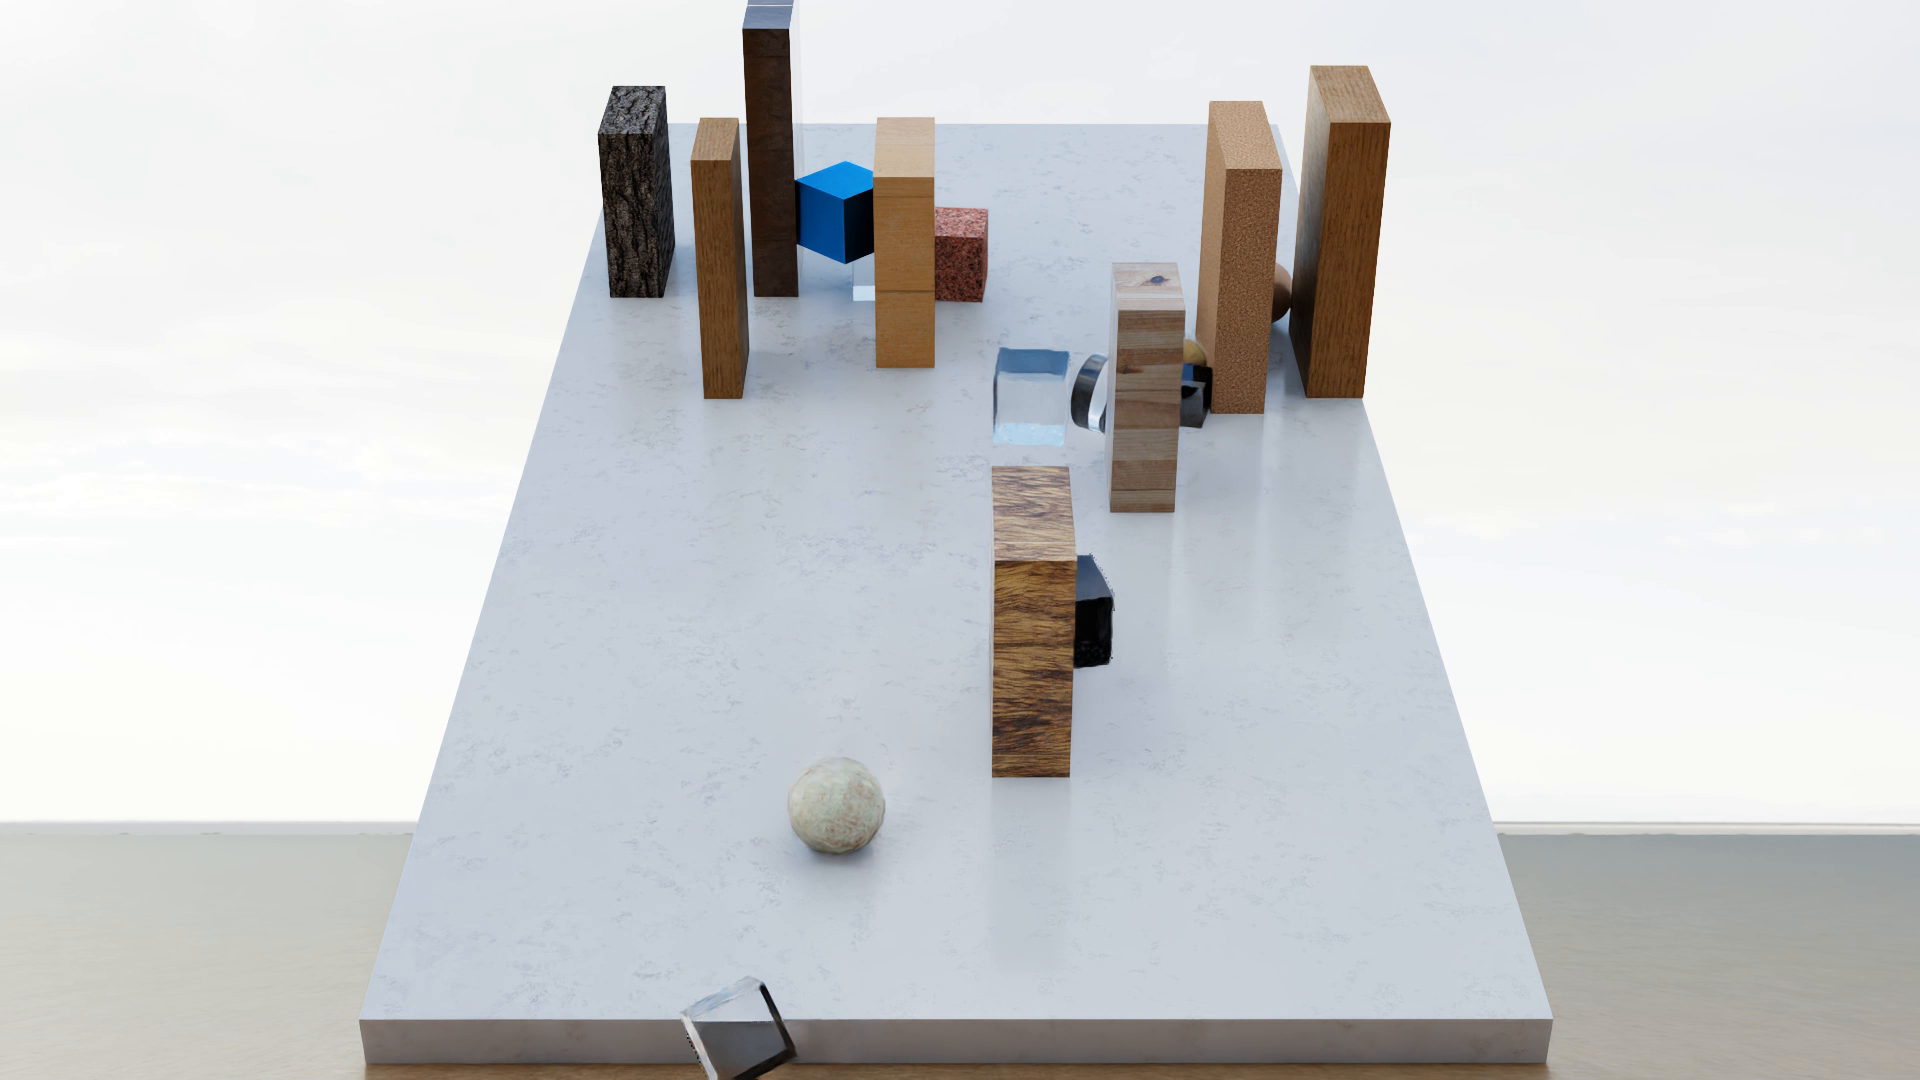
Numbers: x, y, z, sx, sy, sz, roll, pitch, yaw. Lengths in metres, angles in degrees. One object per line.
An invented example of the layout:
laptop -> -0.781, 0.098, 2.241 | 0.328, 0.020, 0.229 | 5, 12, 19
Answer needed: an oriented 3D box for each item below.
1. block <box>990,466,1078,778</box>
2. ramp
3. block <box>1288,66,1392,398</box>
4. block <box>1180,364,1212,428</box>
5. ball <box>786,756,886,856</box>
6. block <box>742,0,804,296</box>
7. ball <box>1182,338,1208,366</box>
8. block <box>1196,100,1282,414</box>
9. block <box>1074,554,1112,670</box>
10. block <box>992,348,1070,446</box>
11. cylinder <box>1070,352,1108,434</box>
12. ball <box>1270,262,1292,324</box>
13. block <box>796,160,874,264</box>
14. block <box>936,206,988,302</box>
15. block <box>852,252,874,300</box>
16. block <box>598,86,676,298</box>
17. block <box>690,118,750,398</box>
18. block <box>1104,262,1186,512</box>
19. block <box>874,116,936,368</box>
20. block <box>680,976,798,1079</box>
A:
block -> 0.135, 0.155, 4.670 | 0.149, 0.487, 0.346 | 0, 31, 0
ramp -> -0.014, -0.197, 5.811 | 2.000, 0.100, 4.000 | 0, 31, 0
block -> 0.919, -0.750, 5.940 | 0.140, 0.716, 0.372 | 0, 31, 0
block -> 0.539, -0.348, 5.861 | 0.110, 0.110, 0.110 | 8, 32, 13
ball -> -0.226, 0.483, 4.427 | 0.179, 0.179, 0.179 | 0, -7, 0
block -> -0.485, -1.067, 6.431 | 0.118, 0.737, 0.422 | 0, 31, 0
ball -> 0.539, -0.428, 5.968 | 0.134, 0.134, 0.134 | 0, -7, 0
block -> 0.671, -0.687, 5.913 | 0.129, 0.635, 0.426 | 0, 31, 0
block -> 0.208, 0.151, 4.986 | 0.166, 0.166, 0.166 | -7, 32, -11
block -> 0.169, -0.340, 5.789 | 0.168, 0.168, 0.168 | 3, 31, 4
cylinder -> 0.387, -0.331, 5.762 | 0.184, 0.184, 0.184 | 18, 2, 27
ball -> 0.776, -0.639, 6.280 | 0.172, 0.172, 0.172 | 0, -7, 0
block -> -0.298, -0.853, 6.338 | 0.181, 0.181, 0.181 | 27, 40, 36
block -> -0.026, -0.758, 6.455 | 0.186, 0.186, 0.186 | 3, 31, 4
block -> -0.212, -0.731, 6.450 | 0.144, 0.144, 0.144 | -1, 31, -2
block -> -0.854, -0.925, 6.460 | 0.140, 0.461, 0.340 | 0, 31, 0
block -> -0.579, -0.680, 5.904 | 0.093, 0.624, 0.266 | 0, 31, 0
block -> 0.411, -0.340, 5.467 | 0.145, 0.506, 0.241 | 0, 31, 0
block -> -0.137, -0.750, 6.129 | 0.147, 0.513, 0.386 | 0, 31, 0
block -> -0.340, 0.755, 3.729 | 0.122, 0.122, 0.122 | -26, 3, -17
